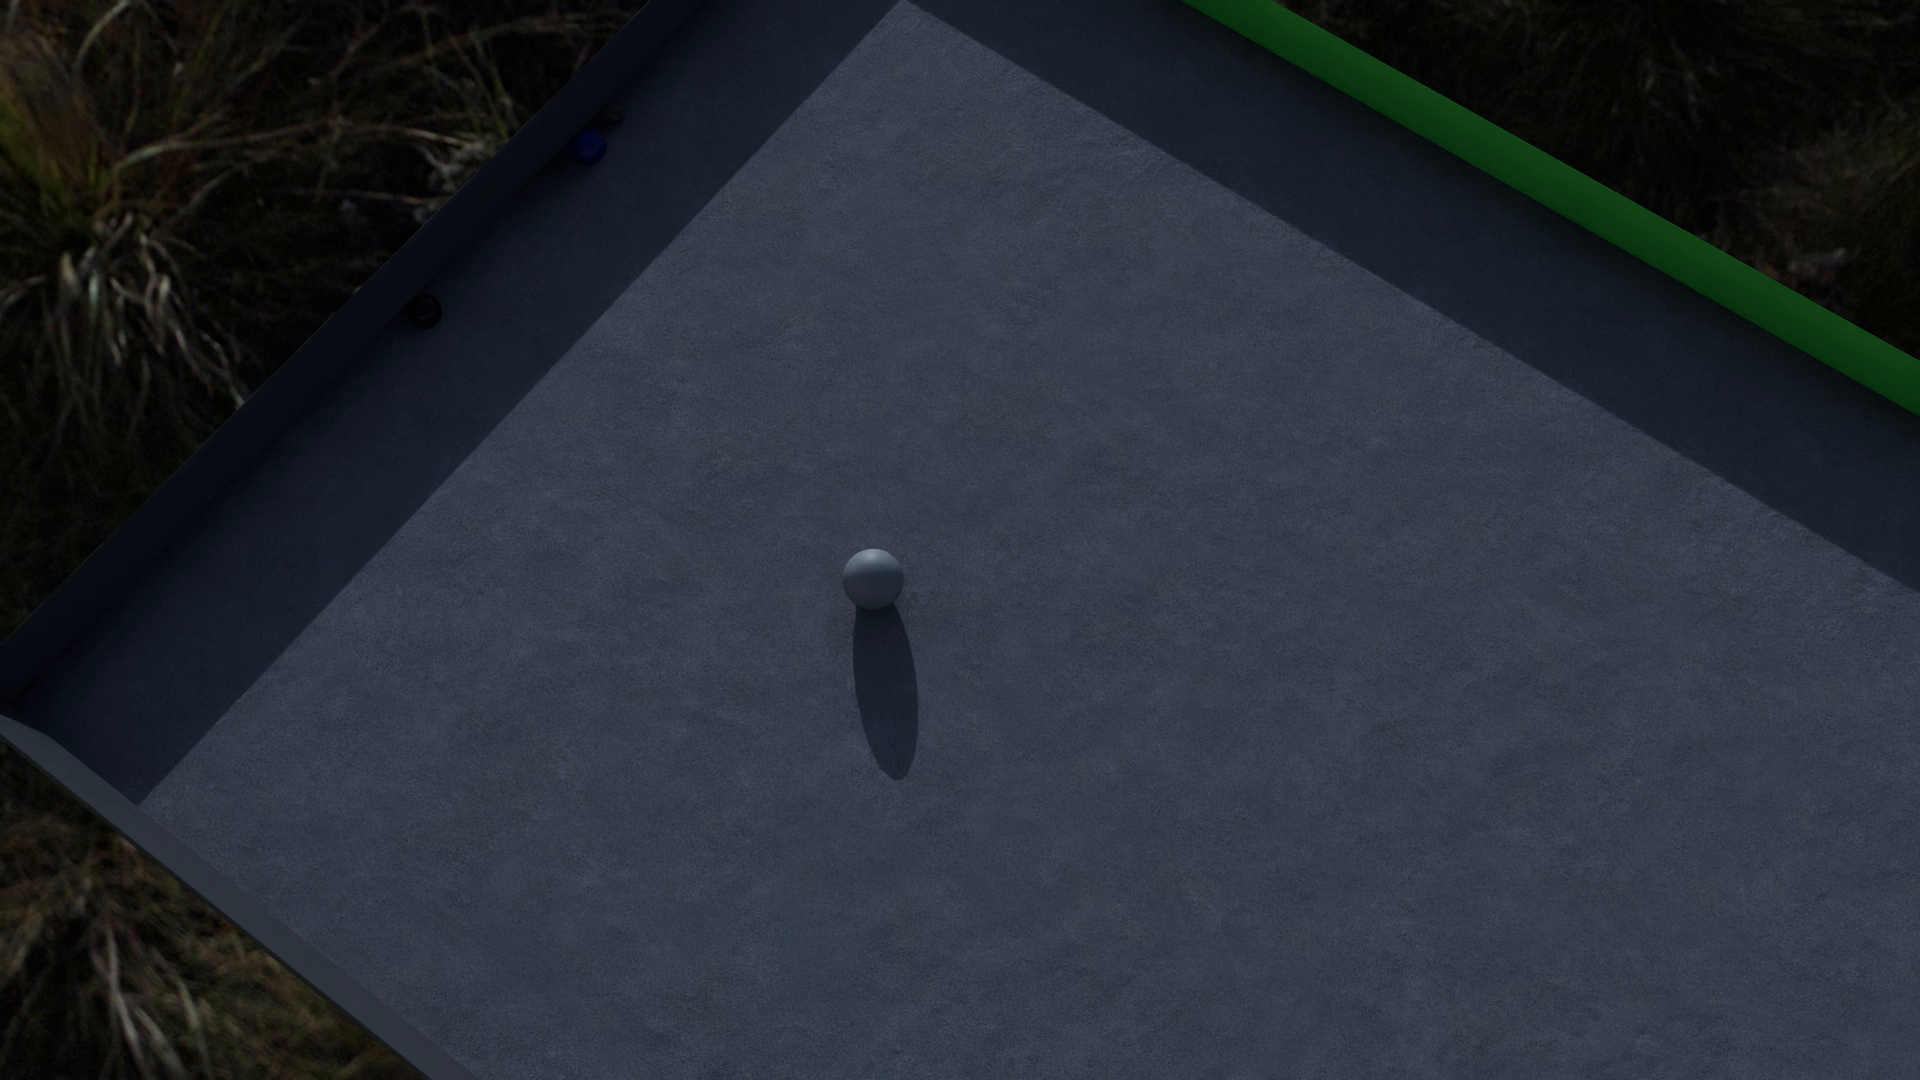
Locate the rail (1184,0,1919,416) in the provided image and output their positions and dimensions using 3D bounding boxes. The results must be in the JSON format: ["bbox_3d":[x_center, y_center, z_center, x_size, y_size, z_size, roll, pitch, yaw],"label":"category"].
[{"bbox_3d":[1.539,-0.276,3.701,4.268,0.129,0.045,33,68,15],"label":"rail"}]

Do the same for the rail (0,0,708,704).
[{"bbox_3d":[-0.840,-0.570,3.845,0.045,0.129,2.342,33,68,15],"label":"rail"}]

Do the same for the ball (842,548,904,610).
[{"bbox_3d":[-0.141,0.063,3.553,0.099,0.099,0.099,0,64,0],"label":"ball"}]

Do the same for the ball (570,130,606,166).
[{"bbox_3d":[-0.669,-0.704,3.948,0.063,0.063,0.063,0,64,0],"label":"ball"}]

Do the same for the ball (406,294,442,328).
[{"bbox_3d":[-0.926,-0.394,3.799,0.059,0.059,0.059,0,64,0],"label":"ball"}]

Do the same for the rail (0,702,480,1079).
[{"bbox_3d":[0.179,1.384,2.889,4.268,0.129,0.045,33,68,15],"label":"rail"}]

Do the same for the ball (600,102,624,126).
[{"bbox_3d":[-0.631,-0.775,3.994,0.043,0.043,0.043,0,64,0],"label":"ball"}]
